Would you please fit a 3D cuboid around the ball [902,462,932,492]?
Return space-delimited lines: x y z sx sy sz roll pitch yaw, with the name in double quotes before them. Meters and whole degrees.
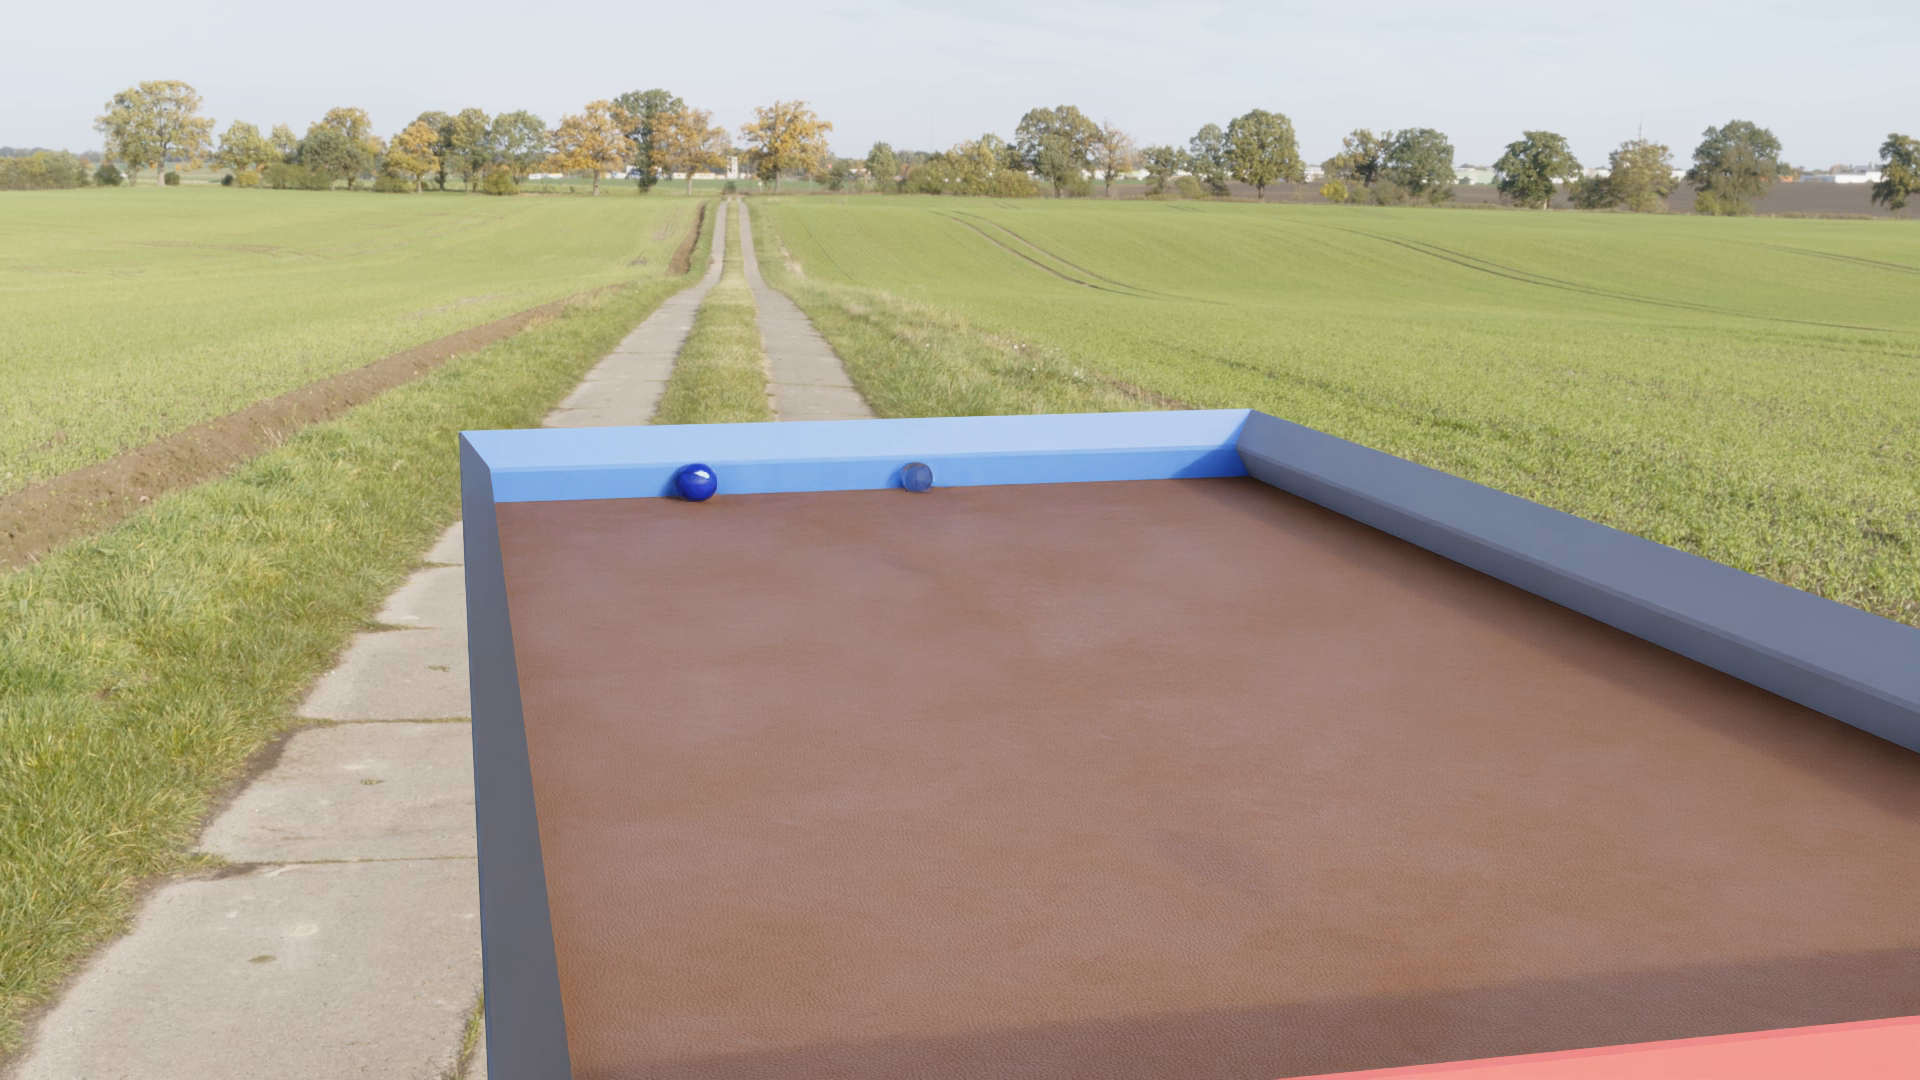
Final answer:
"ball" -0.072 -0.105 3.679 0.052 0.052 0.052 0 10 0

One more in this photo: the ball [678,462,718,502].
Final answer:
"ball" -0.427 -0.094 3.584 0.065 0.065 0.065 0 10 0

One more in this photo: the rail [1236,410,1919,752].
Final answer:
"rail" 0.786 0.059 2.584 0.045 0.117 2.655 -2 11 -13

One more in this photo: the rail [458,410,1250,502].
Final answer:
"rail" -0.144 -0.141 3.689 1.356 0.117 0.045 -2 11 -13

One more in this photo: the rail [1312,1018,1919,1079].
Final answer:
"rail" 0.441 0.311 1.189 1.356 0.117 0.045 -2 11 -13

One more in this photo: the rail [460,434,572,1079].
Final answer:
"rail" -0.489 0.111 2.295 0.045 0.117 2.655 -2 11 -13
